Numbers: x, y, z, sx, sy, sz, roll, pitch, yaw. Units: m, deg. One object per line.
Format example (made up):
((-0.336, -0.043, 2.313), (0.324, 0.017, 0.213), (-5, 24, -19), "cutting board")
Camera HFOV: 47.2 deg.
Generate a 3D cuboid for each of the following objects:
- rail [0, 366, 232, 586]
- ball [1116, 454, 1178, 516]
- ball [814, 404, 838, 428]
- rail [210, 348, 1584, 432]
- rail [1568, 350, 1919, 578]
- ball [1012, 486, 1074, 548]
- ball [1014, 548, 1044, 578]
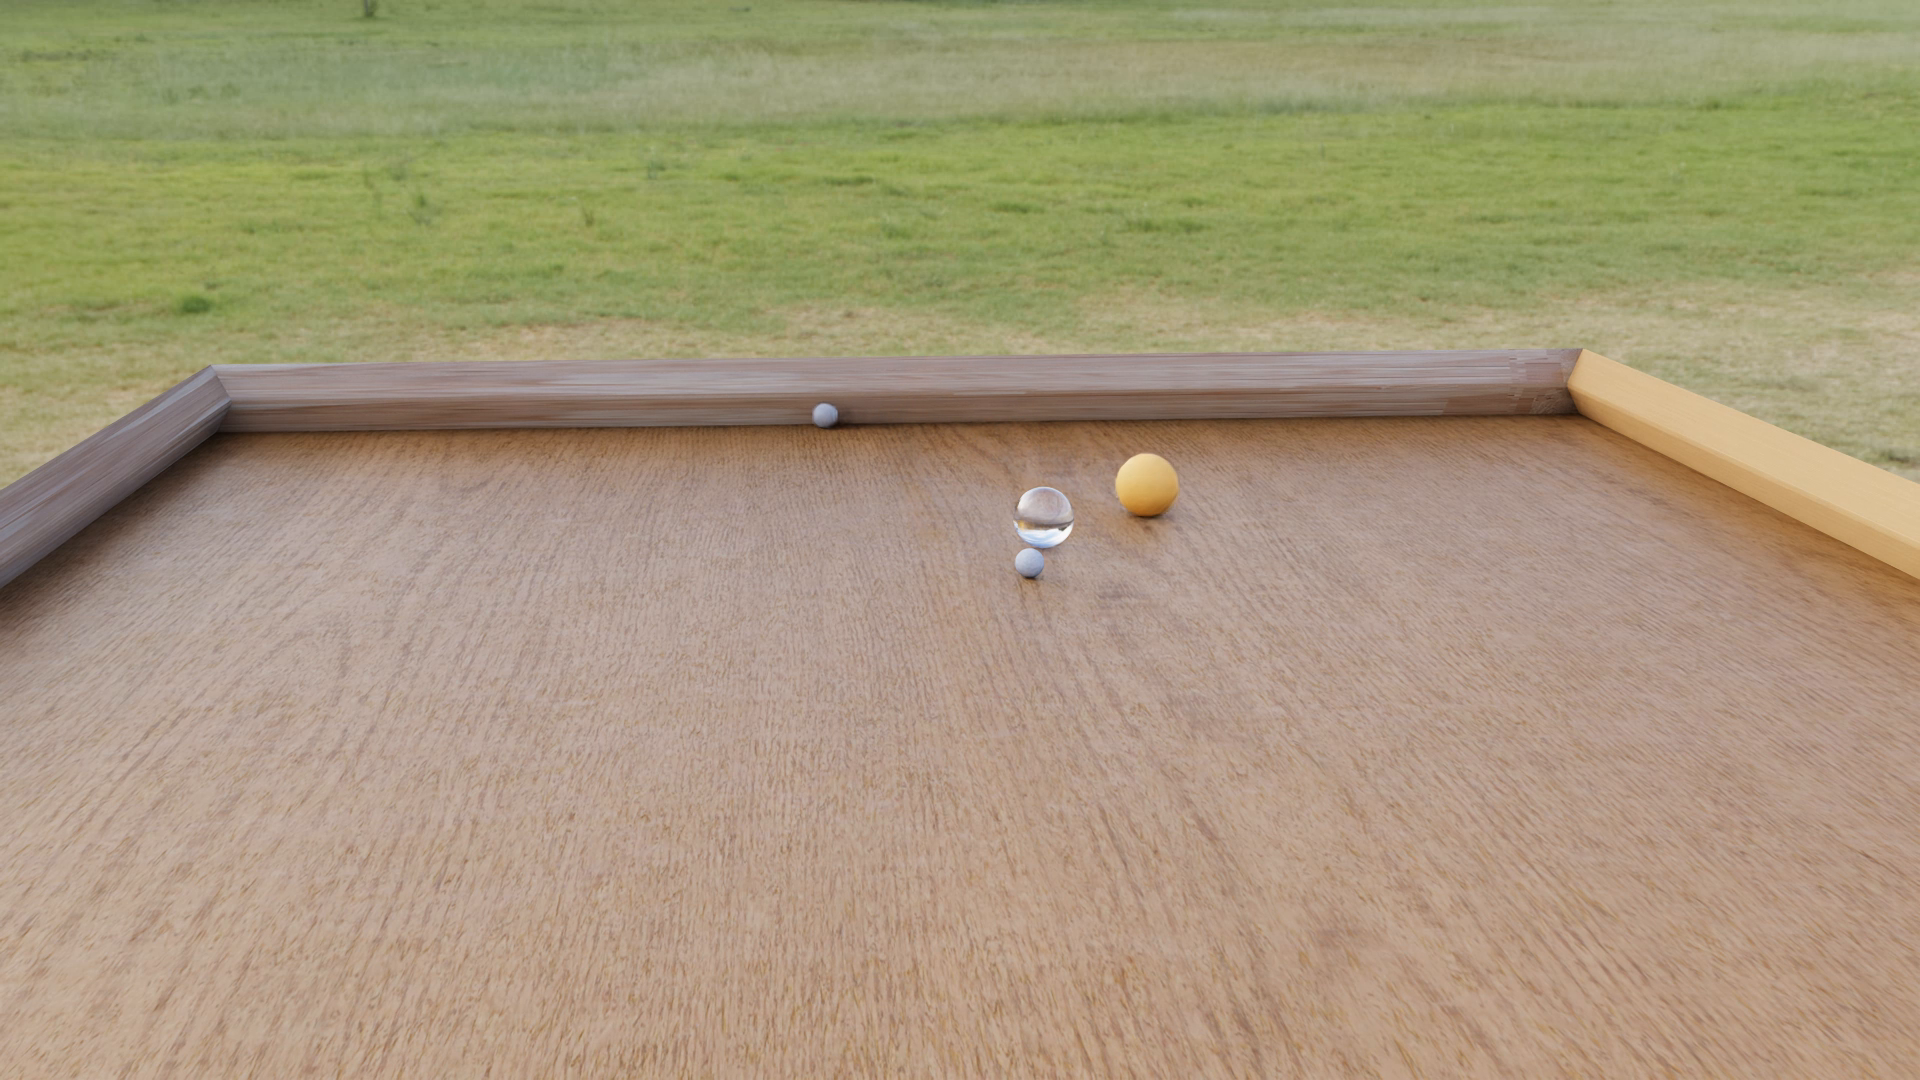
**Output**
((-1.182, 0.242, 1.919), (0.045, 0.125, 4.420), (-1, 13, -4), "rail")
((0.287, -0.085, 3.376), (0.096, 0.096, 0.096), (0, 13, 0), "ball")
((-0.251, -0.232, 4.110), (0.048, 0.048, 0.048), (0, 13, 0), "ball")
((-0.086, -0.280, 4.139), (2.595, 0.125, 0.045), (-1, 13, -4), "rail")
((1.358, 0.196, 2.116), (0.045, 0.125, 4.420), (-1, 13, -4), "rail")
((0.121, -0.033, 3.170), (0.089, 0.089, 0.089), (0, 13, 0), "ball")
((0.095, 0.031, 3.004), (0.040, 0.040, 0.040), (0, 13, 0), "ball")
